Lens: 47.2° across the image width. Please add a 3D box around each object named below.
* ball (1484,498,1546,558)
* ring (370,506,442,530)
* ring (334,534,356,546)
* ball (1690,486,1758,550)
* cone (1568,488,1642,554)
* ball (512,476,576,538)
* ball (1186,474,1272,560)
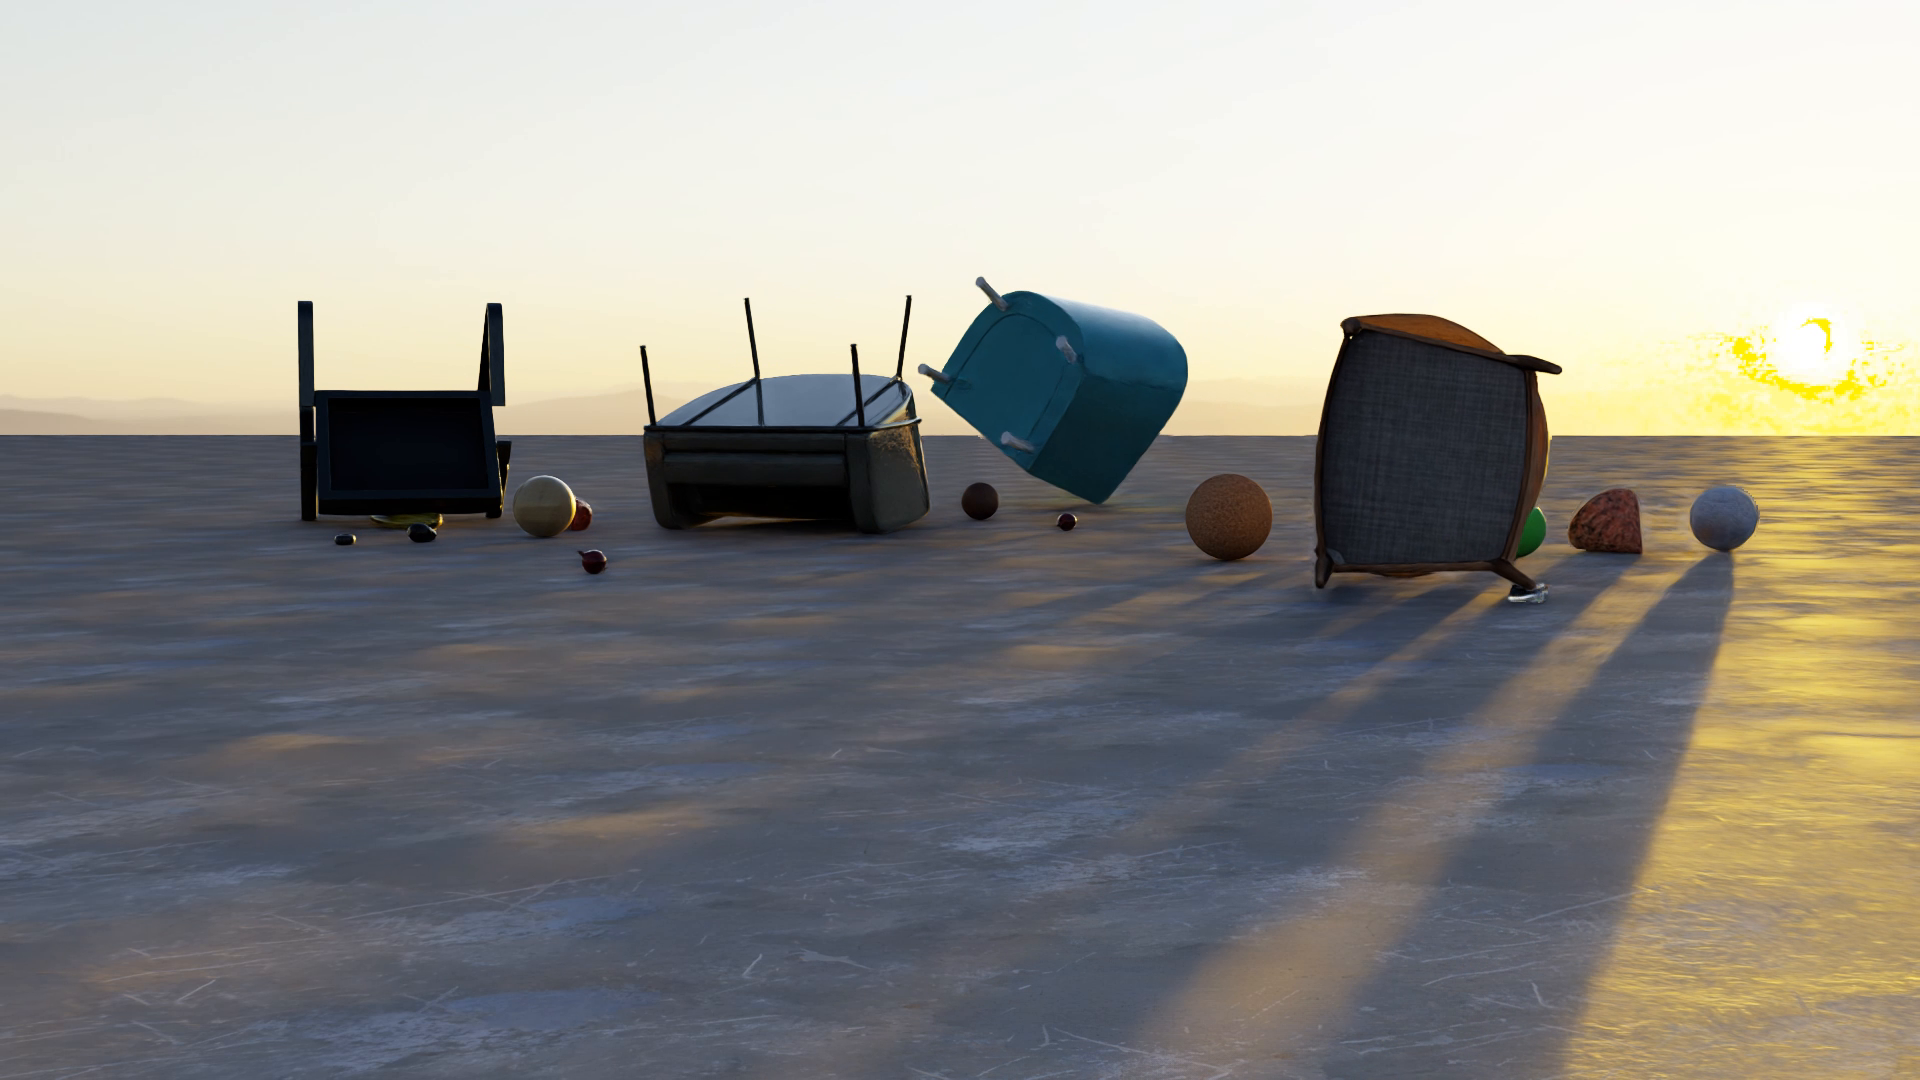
[{"bbox_3d":[1.479,-0.033,5.855,0.160,0.160,0.160,0,4,0],"label":"ball"},{"bbox_3d":[-1.800,-0.072,7.142,0.193,0.053,0.412,-7,10,-34],"label":"ring"},{"bbox_3d":[-1.776,-0.001,6.353,0.055,0.029,0.074,2,6,12],"label":"ring"},{"bbox_3d":[2.124,-0.061,6.121,0.179,0.179,0.179,0,4,0],"label":"ball"},{"bbox_3d":[1.820,-0.010,6.034,0.255,0.211,0.164,4,34,-36],"label":"cone"},{"bbox_3d":[-1.257,-0.101,6.649,0.188,0.188,0.188,0,4,0],"label":"ball"},{"bbox_3d":[0.707,-0.061,5.773,0.228,0.228,0.228,0,4,0],"label":"ball"}]
